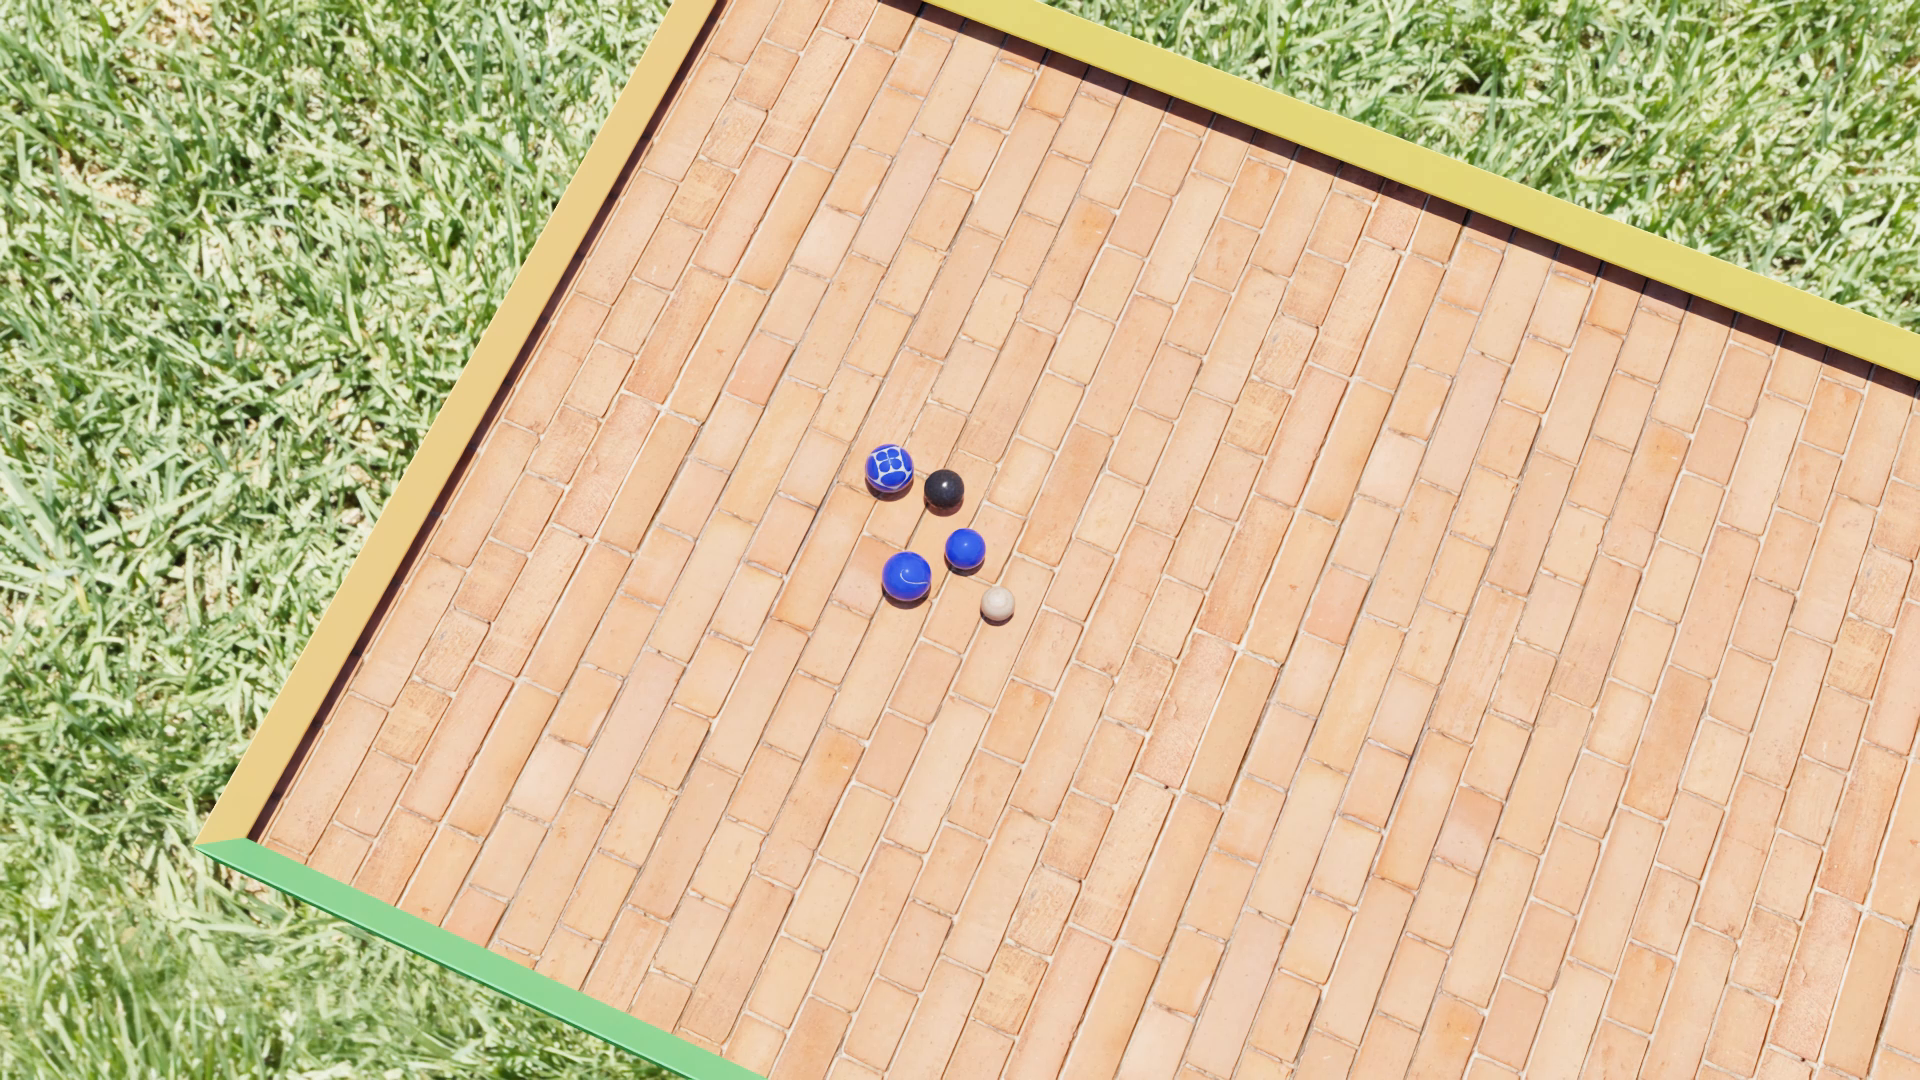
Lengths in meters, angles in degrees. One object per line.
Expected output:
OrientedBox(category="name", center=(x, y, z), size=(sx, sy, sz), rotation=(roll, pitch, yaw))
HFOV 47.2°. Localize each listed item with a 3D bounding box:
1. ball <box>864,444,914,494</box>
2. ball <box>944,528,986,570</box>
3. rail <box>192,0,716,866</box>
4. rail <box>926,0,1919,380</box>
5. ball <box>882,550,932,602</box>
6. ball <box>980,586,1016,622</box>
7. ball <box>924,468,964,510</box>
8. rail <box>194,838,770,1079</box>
OrientedBox(category="ball", center=(-0.111, -0.113, 3.476), size=(0.079, 0.079, 0.079), rotation=(0, 70, 0))
OrientedBox(category="ball", center=(0.008, 0.014, 3.437), size=(0.066, 0.066, 0.066), rotation=(0, 70, 0))
OrientedBox(category="rail", center=(-0.729, -0.310, 3.534), size=(0.045, 0.103, 1.823), rotation=(23, 72, 8))
OrientedBox(category="rail", center=(1.111, -0.456, 3.587), size=(3.285, 0.103, 0.045), rotation=(23, 72, 8))
OrientedBox(category="ball", center=(-0.083, 0.056, 3.415), size=(0.079, 0.079, 0.079), rotation=(0, 70, 0))
OrientedBox(category="ball", center=(0.059, 0.098, 3.412), size=(0.055, 0.055, 0.055), rotation=(0, 70, 0))
OrientedBox(category="ball", center=(-0.025, -0.080, 3.471), size=(0.065, 0.065, 0.065), rotation=(0, 70, 0))
OrientedBox(category="rail", center=(0.390, 1.070, 3.034), size=(3.285, 0.103, 0.045), rotation=(23, 72, 8))
